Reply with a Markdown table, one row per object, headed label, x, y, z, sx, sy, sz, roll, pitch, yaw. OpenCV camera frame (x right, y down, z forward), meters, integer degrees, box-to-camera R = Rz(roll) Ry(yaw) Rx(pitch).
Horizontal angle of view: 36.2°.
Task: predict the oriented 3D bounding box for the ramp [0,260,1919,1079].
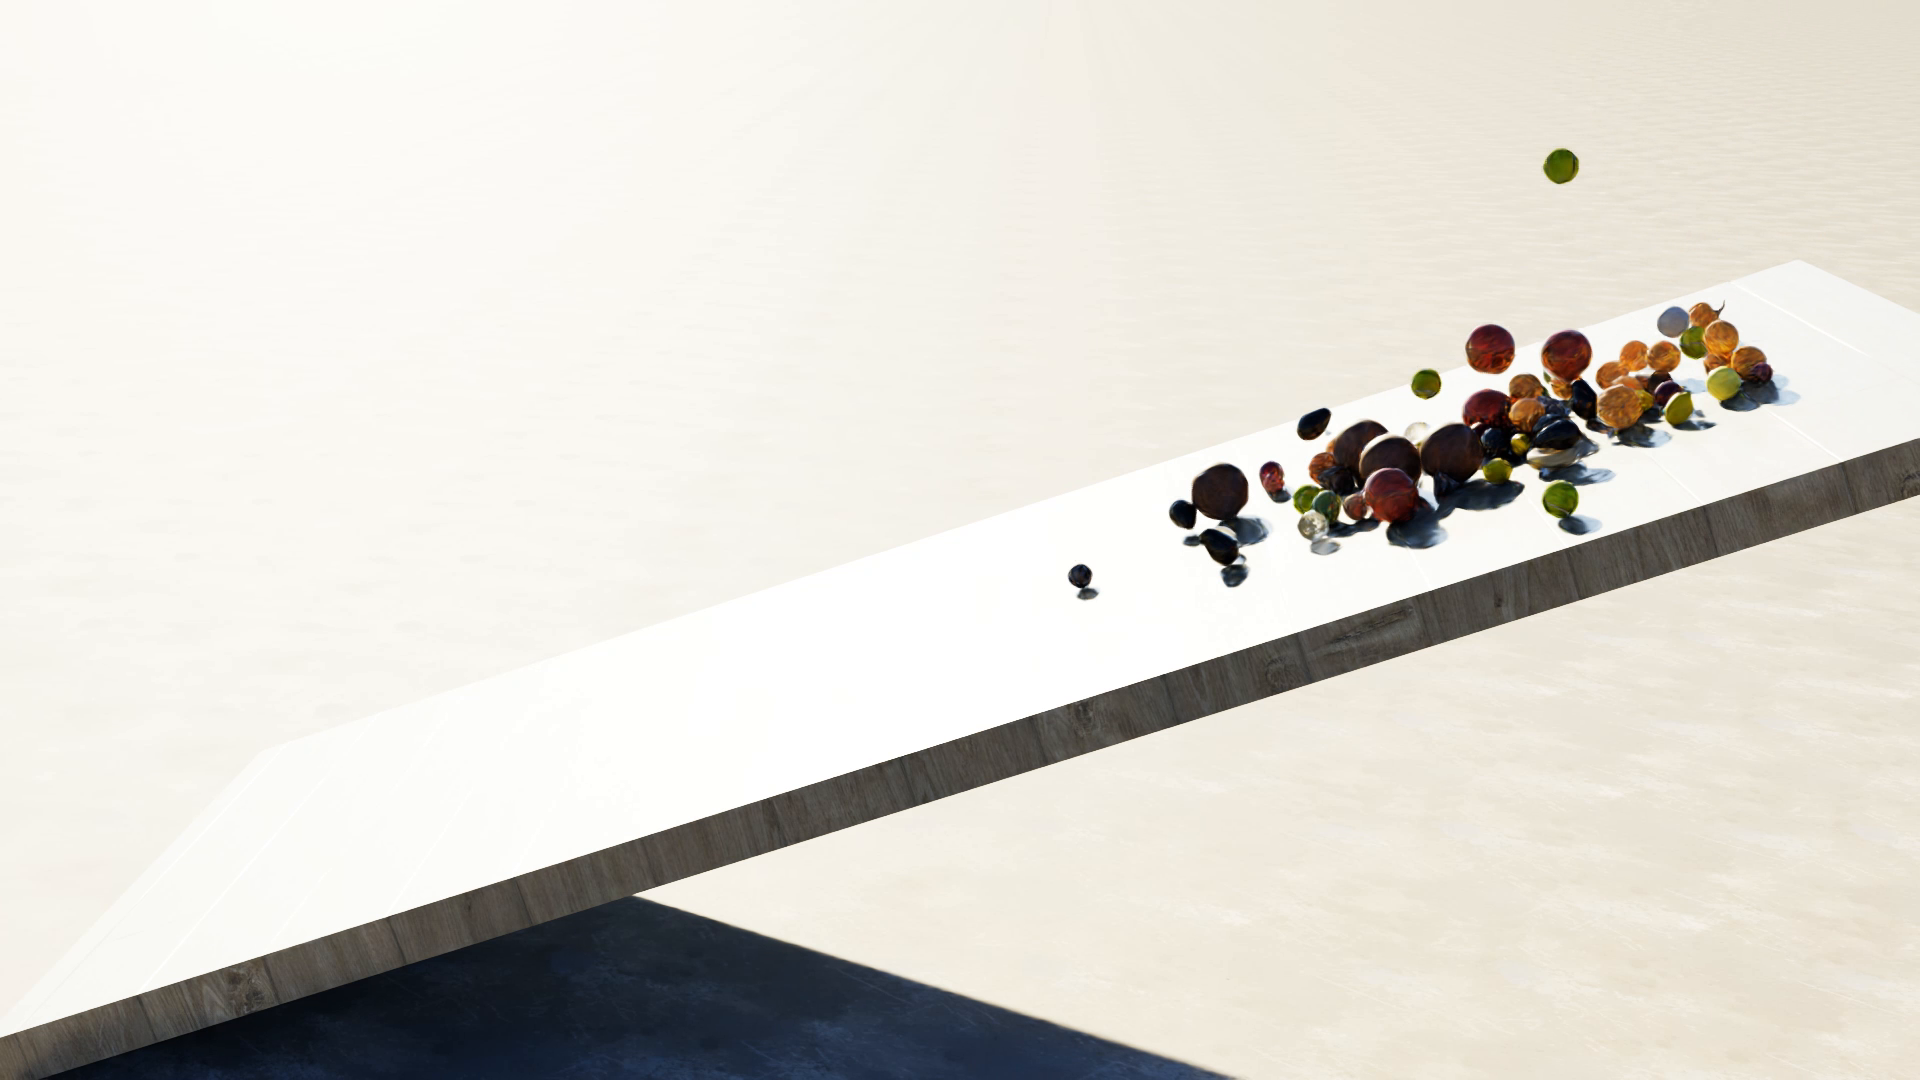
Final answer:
| label | x | y | z | sx | sy | sz | roll | pitch | yaw |
| --- | --- | --- | --- | --- | --- | --- | --- | --- | --- |
| ramp | 0.104 | 0.181 | 6.307 | 4.000 | 0.100 | 2.000 | -18 | 11 | 6 |

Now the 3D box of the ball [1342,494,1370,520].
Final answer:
| label | x | y | z | sx | sy | sz | roll | pitch | yaw |
| --- | --- | --- | --- | --- | --- | --- | --- | --- | --- |
| ball | 0.801 | -0.066 | 5.945 | 0.054 | 0.054 | 0.054 | 0 | 12 | 0 |

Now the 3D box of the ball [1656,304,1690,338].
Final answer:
| label | x | y | z | sx | sy | sz | roll | pitch | yaw |
| --- | --- | --- | --- | --- | --- | --- | --- | --- | --- |
| ball | 1.508 | -0.462 | 6.219 | 0.070 | 0.070 | 0.070 | 0 | 12 | 0 |

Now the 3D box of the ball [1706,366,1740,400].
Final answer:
| label | x | y | z | sx | sy | sz | roll | pitch | yaw |
| --- | --- | --- | --- | --- | --- | --- | --- | --- | --- |
| ball | 1.533 | -0.315 | 5.908 | 0.067 | 0.067 | 0.067 | 0 | 12 | 0 |

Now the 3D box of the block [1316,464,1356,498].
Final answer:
| label | x | y | z | sx | sy | sz | roll | pitch | yaw |
| --- | --- | --- | --- | --- | --- | --- | --- | --- | --- |
| block | 0.800 | -0.124 | 6.247 | 0.052 | 0.052 | 0.052 | -27 | 13 | -37 |

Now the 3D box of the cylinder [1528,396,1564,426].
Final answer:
| label | x | y | z | sx | sy | sz | roll | pitch | yaw |
| --- | --- | --- | --- | --- | --- | --- | --- | --- | --- |
| cylinder | 1.228 | -0.269 | 6.162 | 0.061 | 0.061 | 0.061 | -1 | 5 | -4 |

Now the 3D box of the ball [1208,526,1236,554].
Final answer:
| label | x | y | z | sx | sy | sz | roll | pitch | yaw |
| --- | --- | --- | --- | --- | --- | --- | --- | --- | --- |
| ball | 0.538 | 0.001 | 6.041 | 0.060 | 0.060 | 0.060 | 0 | 12 | 0 |

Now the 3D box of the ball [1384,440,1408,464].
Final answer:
| label | x | y | z | sx | sy | sz | roll | pitch | yaw |
| --- | --- | --- | --- | --- | --- | --- | --- | --- | --- |
| ball | 0.939 | -0.190 | 6.343 | 0.050 | 0.050 | 0.050 | 0 | 12 | 0 |

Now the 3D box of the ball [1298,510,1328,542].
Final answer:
| label | x | y | z | sx | sy | sz | roll | pitch | yaw |
| --- | --- | --- | --- | --- | --- | --- | --- | --- | --- |
| ball | 0.706 | -0.027 | 5.888 | 0.062 | 0.062 | 0.062 | 0 | 12 | 0 |

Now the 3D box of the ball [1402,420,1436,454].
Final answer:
| label | x | y | z | sx | sy | sz | roll | pitch | yaw |
| --- | --- | --- | --- | --- | --- | --- | --- | --- | --- |
| ball | 0.991 | -0.221 | 6.350 | 0.072 | 0.072 | 0.072 | 0 | 12 | 0 |

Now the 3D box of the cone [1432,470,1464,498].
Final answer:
| label | x | y | z | sx | sy | sz | roll | pitch | yaw |
| --- | --- | --- | --- | --- | --- | --- | --- | --- | --- |
| cone | 0.987 | -0.109 | 5.917 | 0.057 | 0.057 | 0.057 | 7 | 11 | -10 |

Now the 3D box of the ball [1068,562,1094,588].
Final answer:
| label | x | y | z | sx | sy | sz | roll | pitch | yaw |
| --- | --- | --- | --- | --- | --- | --- | --- | --- | --- |
| ball | 0.252 | 0.075 | 6.172 | 0.054 | 0.054 | 0.054 | 0 | 12 | 0 |

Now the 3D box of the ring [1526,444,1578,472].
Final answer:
| label | x | y | z | sx | sy | sz | roll | pitch | yaw |
| --- | --- | --- | --- | --- | --- | --- | --- | --- | --- |
| ring | 1.174 | -0.163 | 5.831 | 0.101 | 0.034 | 0.101 | -11 | 17 | 3 |
